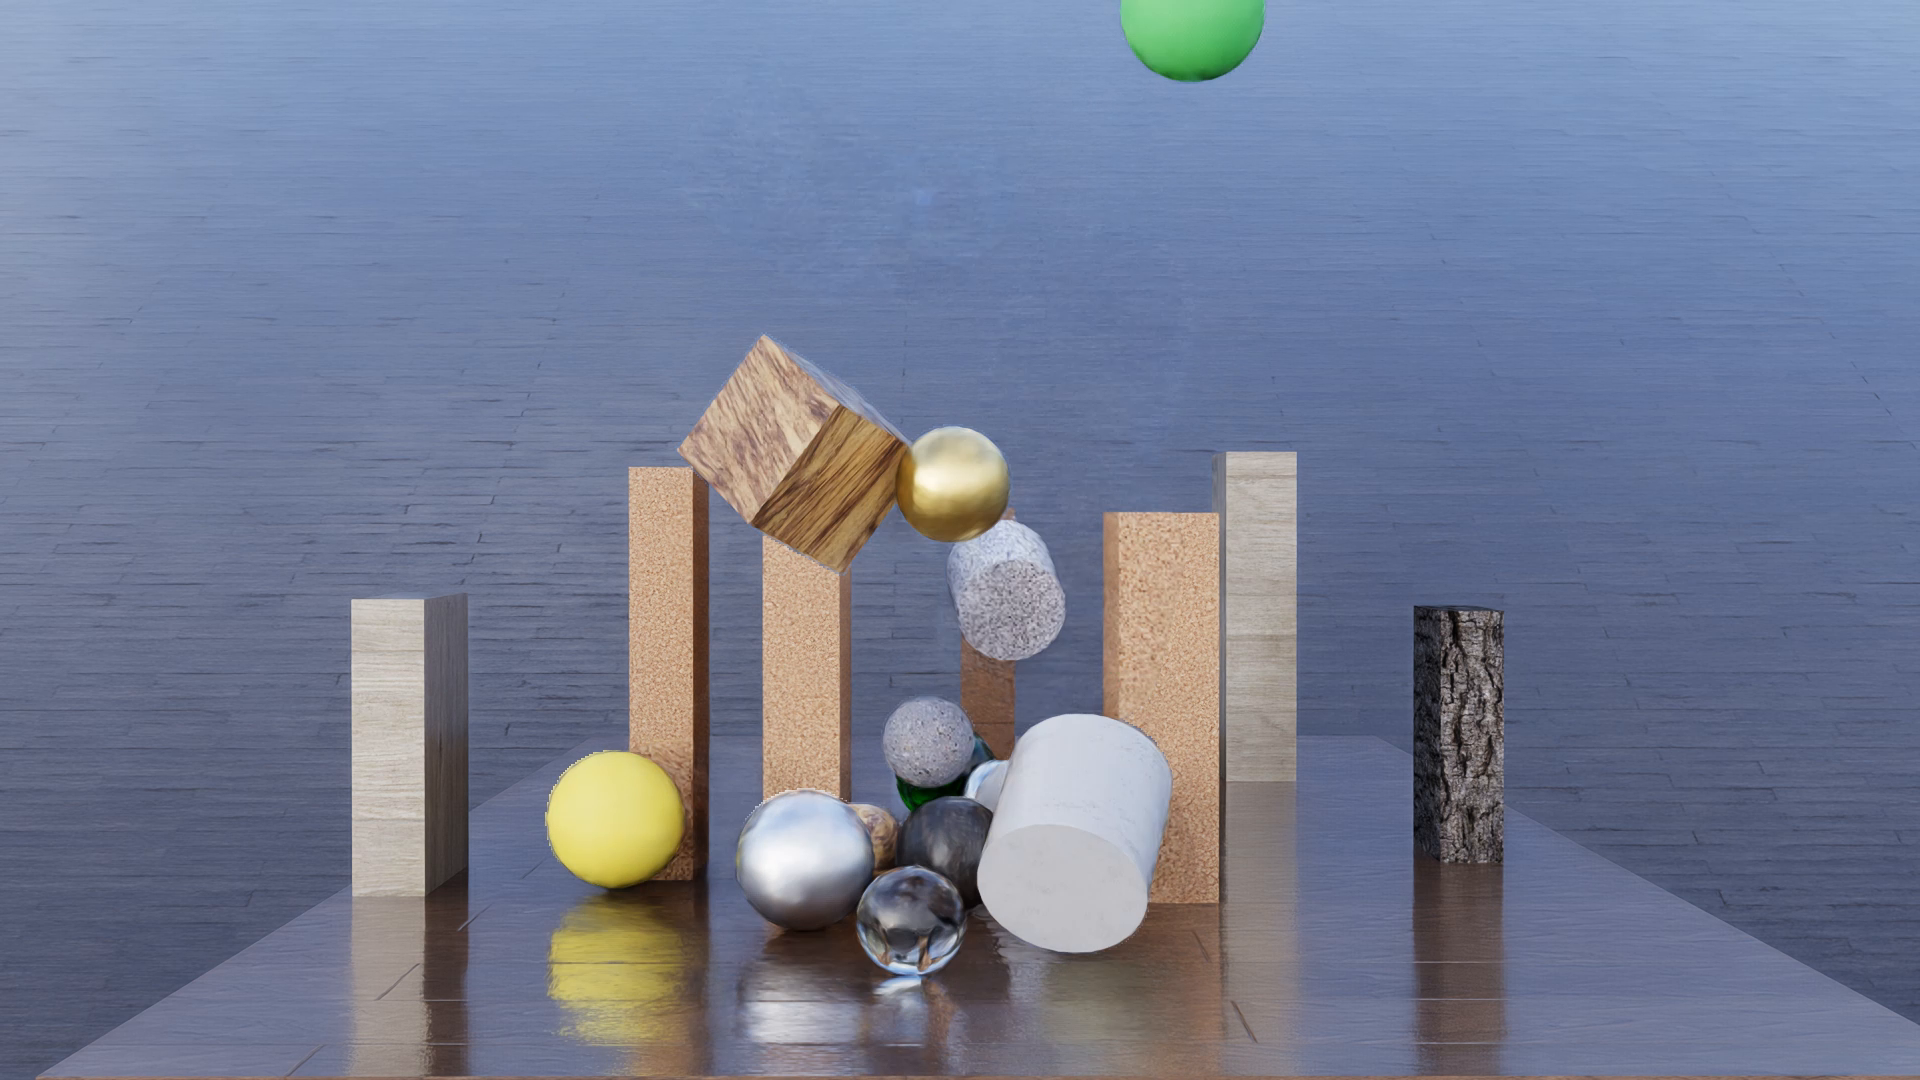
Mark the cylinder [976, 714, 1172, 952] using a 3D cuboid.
[{"bbox_3d":[0.141,0.353,3.121,0.204,0.204,0.204,6,36,11],"label":"cylinder"}]

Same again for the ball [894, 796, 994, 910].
[{"bbox_3d":[-0.012,0.448,3.690,0.164,0.164,0.164,0,28,0],"label":"ball"}]

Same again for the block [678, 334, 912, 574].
[{"bbox_3d":[-0.174,-0.094,2.854,0.161,0.161,0.161,30,10,-48],"label":"block"}]

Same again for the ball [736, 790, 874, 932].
[{"bbox_3d":[-0.212,0.438,3.529,0.190,0.190,0.190,0,28,0],"label":"ball"}]

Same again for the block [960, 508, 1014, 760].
[{"bbox_3d":[0.063,0.216,5.985,0.121,0.583,0.275,0,1,0],"label":"block"}]

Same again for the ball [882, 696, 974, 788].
[{"bbox_3d":[-0.038,0.246,3.158,0.112,0.112,0.112,0,28,0],"label":"ball"}]

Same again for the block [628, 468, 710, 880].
[{"bbox_3d":[-0.464,0.206,4.147,0.099,0.641,0.263,0,1,0],"label":"block"}]

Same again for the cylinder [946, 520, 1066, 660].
[{"bbox_3d":[0.076,0.083,4.318,0.179,0.179,0.179,-3,21,-6],"label":"cylinder"}]

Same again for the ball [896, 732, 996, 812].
[{"bbox_3d":[-0.024,0.428,4.709,0.186,0.186,0.186,0,28,0],"label":"ball"}]

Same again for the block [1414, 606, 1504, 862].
[{"bbox_3d":[0.834,0.319,4.333,0.102,0.410,0.251,0,1,0],"label":"block"}]

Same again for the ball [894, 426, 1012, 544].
[{"bbox_3d":[-0.008,-0.060,2.801,0.127,0.127,0.127,0,28,0],"label":"ball"}]

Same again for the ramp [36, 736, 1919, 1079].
[{"bbox_3d":[0.064,0.572,4.614,2.000,0.100,4.000,0,1,0],"label":"ramp"}]

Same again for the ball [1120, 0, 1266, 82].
[{"bbox_3d":[0.220,-0.502,2.443,0.138,0.138,0.138,0,28,0],"label":"ball"}]

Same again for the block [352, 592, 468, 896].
[{"bbox_3d":[-0.850,0.307,4.015,0.108,0.442,0.346,0,1,0],"label":"block"}]

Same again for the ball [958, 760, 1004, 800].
[{"bbox_3d":[0.067,0.453,4.508,0.140,0.140,0.140,0,28,0],"label":"ball"}]

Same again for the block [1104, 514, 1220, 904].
[{"bbox_3d":[0.305,0.243,3.984,0.145,0.570,0.426,0,1,0],"label":"block"}]

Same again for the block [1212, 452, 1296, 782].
[{"bbox_3d":[0.640,0.161,5.643,0.149,0.700,0.310,0,1,0],"label":"block"}]

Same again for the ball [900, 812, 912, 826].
[{"bbox_3d":[-0.042,0.466,3.892,0.127,0.127,0.127,0,28,0],"label":"ball"}]

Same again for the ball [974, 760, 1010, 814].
[{"bbox_3d":[0.110,0.437,4.165,0.178,0.178,0.178,0,28,0],"label":"ball"}]

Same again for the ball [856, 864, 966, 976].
[{"bbox_3d":[-0.060,0.468,3.179,0.137,0.137,0.137,0,28,0],"label":"ball"}]

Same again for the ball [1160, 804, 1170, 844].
[{"bbox_3d":[0.196,0.384,3.678,0.203,0.203,0.203,0,28,0],"label":"ball"}]

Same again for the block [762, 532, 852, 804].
[{"bbox_3d":[-0.235,0.165,4.031,0.114,0.725,0.411,0,1,0],"label":"block"}]

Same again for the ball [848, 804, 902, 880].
[{"bbox_3d":[-0.146,0.455,3.764,0.143,0.143,0.143,0,28,0],"label":"ball"}]

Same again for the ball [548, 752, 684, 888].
[{"bbox_3d":[-0.521,0.424,3.915,0.206,0.206,0.206,0,28,0],"label":"ball"}]
